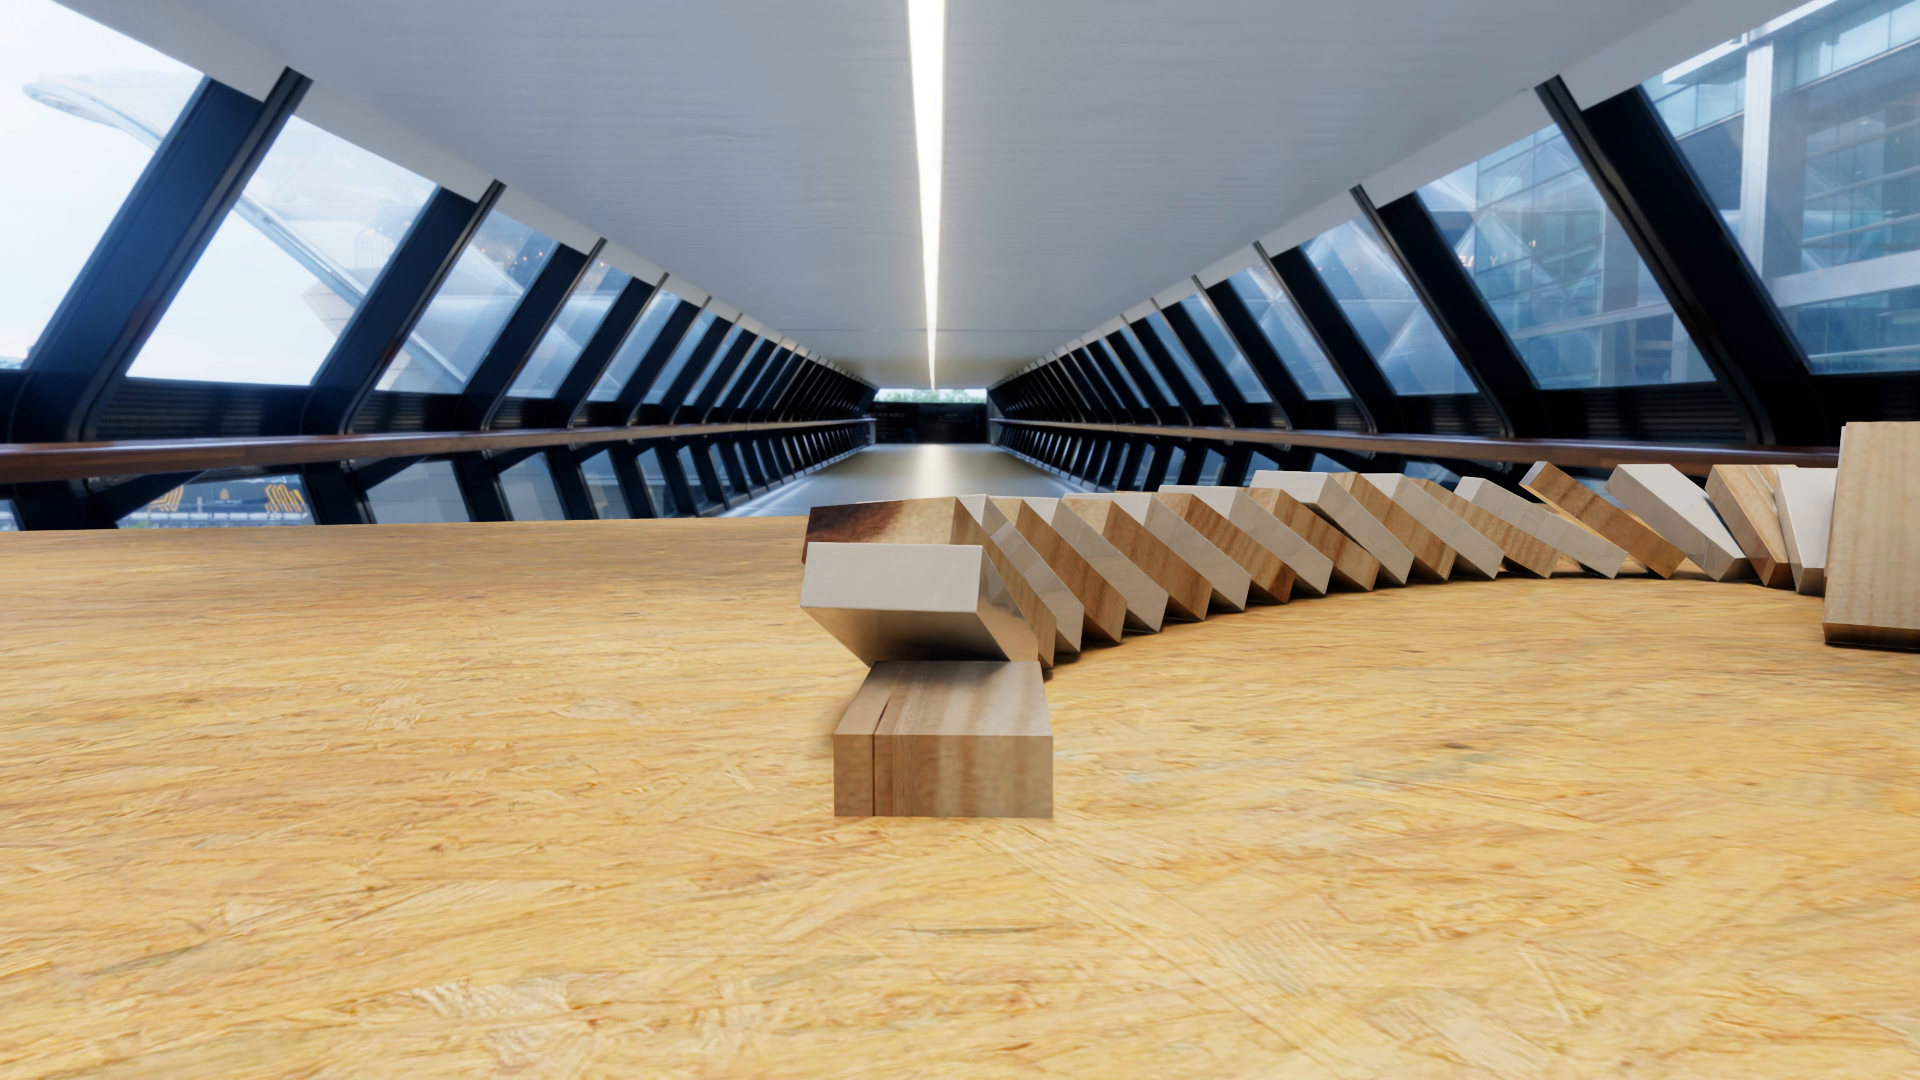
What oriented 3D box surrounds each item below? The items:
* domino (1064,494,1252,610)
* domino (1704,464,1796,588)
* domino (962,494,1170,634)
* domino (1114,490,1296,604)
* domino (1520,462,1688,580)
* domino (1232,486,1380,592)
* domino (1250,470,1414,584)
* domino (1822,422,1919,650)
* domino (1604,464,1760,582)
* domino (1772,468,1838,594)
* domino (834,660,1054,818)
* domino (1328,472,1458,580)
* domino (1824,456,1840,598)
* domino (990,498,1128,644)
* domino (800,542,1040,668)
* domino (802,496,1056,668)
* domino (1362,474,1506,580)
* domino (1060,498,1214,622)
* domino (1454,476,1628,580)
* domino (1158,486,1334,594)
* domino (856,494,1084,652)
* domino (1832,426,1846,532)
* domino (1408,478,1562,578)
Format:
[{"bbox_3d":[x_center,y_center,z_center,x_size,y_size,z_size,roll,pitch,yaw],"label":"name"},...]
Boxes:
[{"bbox_3d":[0.048,0.003,0.316,0.025,0.009,0.050,2,-22,42],"label":"domino"},{"bbox_3d":[0.253,-0.005,0.396,0.025,0.009,0.050,0,38,6],"label":"domino"},{"bbox_3d":[0.022,0.006,0.280,0.025,0.010,0.050,3,-22,39],"label":"domino"},{"bbox_3d":[0.063,0.002,0.334,0.025,0.009,0.050,5,-20,48],"label":"domino"},{"bbox_3d":[0.208,-0.007,0.417,0.050,0.010,0.025,37,13,11],"label":"domino"},{"bbox_3d":[0.094,0.000,0.365,0.050,0.010,0.025,29,-14,-35],"label":"domino"},{"bbox_3d":[0.109,-0.004,0.376,0.050,0.009,0.025,34,-17,-35],"label":"domino"},{"bbox_3d":[0.202,-0.002,0.274,0.025,0.050,0.009,4,-27,40],"label":"domino"},{"bbox_3d":[0.237,-0.006,0.415,0.025,0.009,0.050,-2,38,-24],"label":"domino"},{"bbox_3d":[0.256,-0.003,0.374,0.025,0.009,0.050,2,37,23],"label":"domino"},{"bbox_3d":[-0.001,0.025,0.171,0.025,0.009,0.050,0,4,2],"label":"domino"},{"bbox_3d":[0.124,-0.004,0.389,0.050,0.009,0.025,32,-15,-28],"label":"domino"},{"bbox_3d":[0.255,-0.006,0.352,0.025,0.050,0.010,4,-37,37],"label":"domino"},{"bbox_3d":[0.012,0.007,0.260,0.025,0.009,0.050,1,-24,33],"label":"domino"},{"bbox_3d":[-0.004,0.013,0.199,0.025,0.009,0.050,1,-19,13],"label":"domino"},{"bbox_3d":[-0.003,0.009,0.218,0.025,0.009,0.050,-4,-26,22],"label":"domino"},{"bbox_3d":[0.143,-0.004,0.399,0.050,0.010,0.025,31,-11,-24],"label":"domino"},{"bbox_3d":[0.036,0.005,0.299,0.025,0.009,0.050,4,-21,40],"label":"domino"},{"bbox_3d":[0.187,-0.004,0.417,0.050,0.009,0.025,28,7,4],"label":"domino"},{"bbox_3d":[0.077,0.000,0.348,0.050,0.009,0.025,30,-17,-39],"label":"domino"},{"bbox_3d":[0.003,0.008,0.238,0.025,0.009,0.050,-3,-26,26],"label":"domino"},{"bbox_3d":[0.247,-0.006,0.339,0.025,0.050,0.010,3,-27,37],"label":"domino"},{"bbox_3d":[0.164,-0.004,0.414,0.050,0.009,0.025,27,2,-6],"label":"domino"}]
